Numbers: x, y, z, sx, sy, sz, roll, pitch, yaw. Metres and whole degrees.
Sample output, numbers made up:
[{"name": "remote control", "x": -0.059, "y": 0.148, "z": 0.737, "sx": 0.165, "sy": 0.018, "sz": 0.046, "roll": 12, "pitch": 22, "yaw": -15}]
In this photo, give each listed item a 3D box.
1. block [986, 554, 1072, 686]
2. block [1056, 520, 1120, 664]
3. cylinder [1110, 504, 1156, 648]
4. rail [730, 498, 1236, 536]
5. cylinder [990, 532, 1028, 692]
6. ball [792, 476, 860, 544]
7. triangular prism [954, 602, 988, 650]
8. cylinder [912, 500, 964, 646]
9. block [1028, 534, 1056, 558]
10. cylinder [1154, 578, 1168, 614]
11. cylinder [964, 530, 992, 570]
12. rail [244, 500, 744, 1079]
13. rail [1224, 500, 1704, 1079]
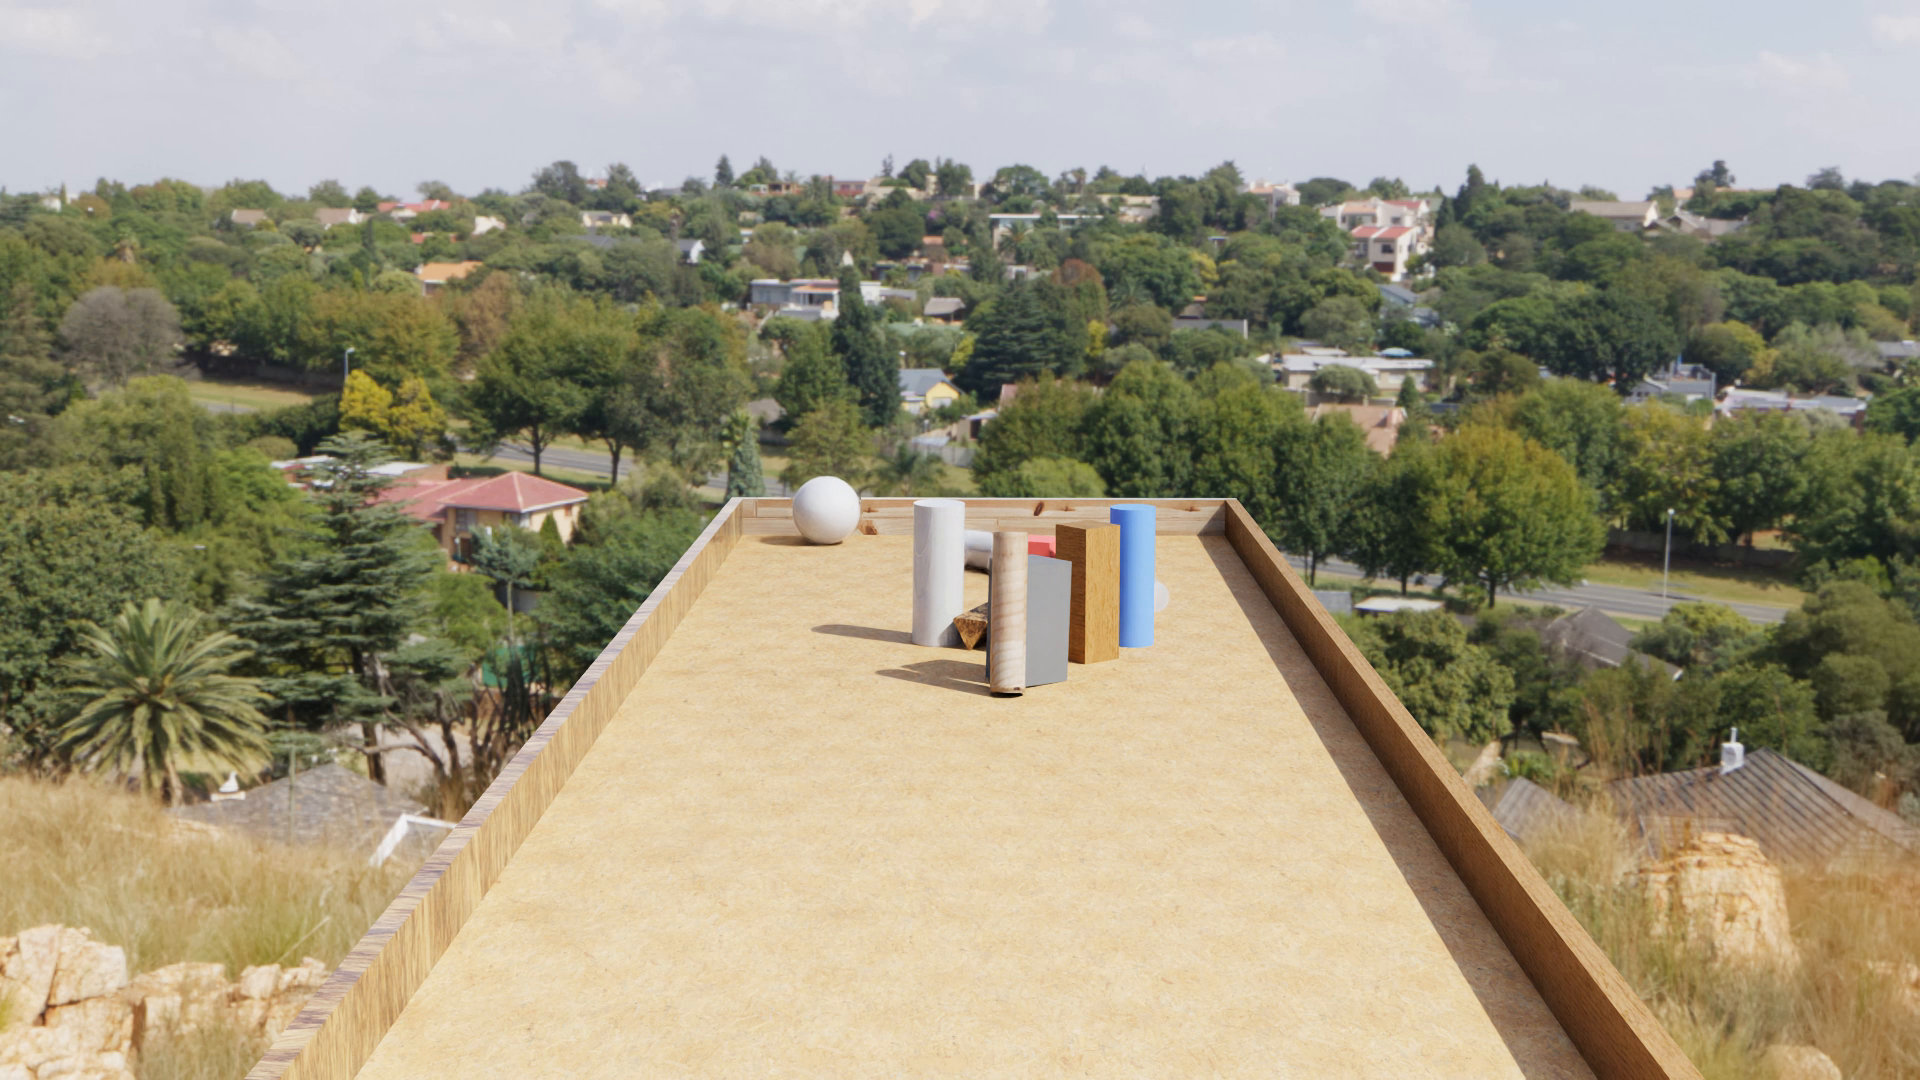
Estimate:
[{"name": "block", "x": 0.199, "y": 0.232, "z": 6.402, "sx": 0.169, "sy": 0.352, "sz": 0.169, "roll": -4, "pitch": 10, "yaw": -39}, {"name": "block", "x": 0.388, "y": 0.157, "z": 6.699, "sx": 0.138, "sy": 0.413, "sz": 0.138, "roll": -7, "pitch": 12, "yaw": -38}, {"name": "cylinder", "x": 0.542, "y": 0.111, "z": 6.919, "sx": 0.142, "sy": 0.434, "sz": 0.142, "roll": 0, "pitch": 9, "yaw": 0}, {"name": "rail", "x": 0.099, "y": -0.098, "z": 9.147, "sx": 2.100, "sy": 0.150, "sz": 0.050, "roll": 0, "pitch": 9, "yaw": 1}, {"name": "cylinder", "x": 0.139, "y": 0.205, "z": 6.239, "sx": 0.101, "sy": 0.452, "sz": 0.101, "roll": 1, "pitch": -2, "yaw": 0}, {"name": "ball", "x": -0.541, "y": -0.121, "z": 8.890, "sx": 0.276, "sy": 0.276, "sz": 0.276, "roll": 0, "pitch": 9, "yaw": 0}, {"name": "triangular prism", "x": 0.087, "y": 0.245, "z": 7.003, "sx": 0.097, "sy": 0.111, "sz": 0.371, "roll": 36, "pitch": 20, "yaw": 13}, {"name": "cylinder", "x": -0.068, "y": 0.103, "z": 6.932, "sx": 0.162, "sy": 0.444, "sz": 0.162, "roll": 1, "pitch": 10, "yaw": 0}, {"name": "block", "x": 0.233, "y": 0.161, "z": 6.905, "sx": 0.168, "sy": 0.334, "sz": 0.168, "roll": 4, "pitch": 7, "yaw": 25}, {"name": "cylinder", "x": 0.626, "y": 0.167, "z": 7.600, "sx": 0.111, "sy": 0.111, "sz": 0.350, "roll": -1, "pitch": 9, "yaw": -9}, {"name": "cylinder", "x": 0.158, "y": 0.050, "z": 8.246, "sx": 0.364, "sy": 0.141, "sz": 0.141, "roll": 8, "pitch": 12, "yaw": 42}, {"name": "rail", "x": -1.004, "y": 0.839, "z": 3.234, "sx": 0.050, "sy": 0.150, "sz": 12.000, "roll": 0, "pitch": 9, "yaw": 1}, {"name": "rail", "x": 1.046, "y": 0.843, "z": 3.208, "sx": 0.050, "sy": 0.150, "sz": 12.000, "roll": 0, "pitch": 9, "yaw": 1}]
